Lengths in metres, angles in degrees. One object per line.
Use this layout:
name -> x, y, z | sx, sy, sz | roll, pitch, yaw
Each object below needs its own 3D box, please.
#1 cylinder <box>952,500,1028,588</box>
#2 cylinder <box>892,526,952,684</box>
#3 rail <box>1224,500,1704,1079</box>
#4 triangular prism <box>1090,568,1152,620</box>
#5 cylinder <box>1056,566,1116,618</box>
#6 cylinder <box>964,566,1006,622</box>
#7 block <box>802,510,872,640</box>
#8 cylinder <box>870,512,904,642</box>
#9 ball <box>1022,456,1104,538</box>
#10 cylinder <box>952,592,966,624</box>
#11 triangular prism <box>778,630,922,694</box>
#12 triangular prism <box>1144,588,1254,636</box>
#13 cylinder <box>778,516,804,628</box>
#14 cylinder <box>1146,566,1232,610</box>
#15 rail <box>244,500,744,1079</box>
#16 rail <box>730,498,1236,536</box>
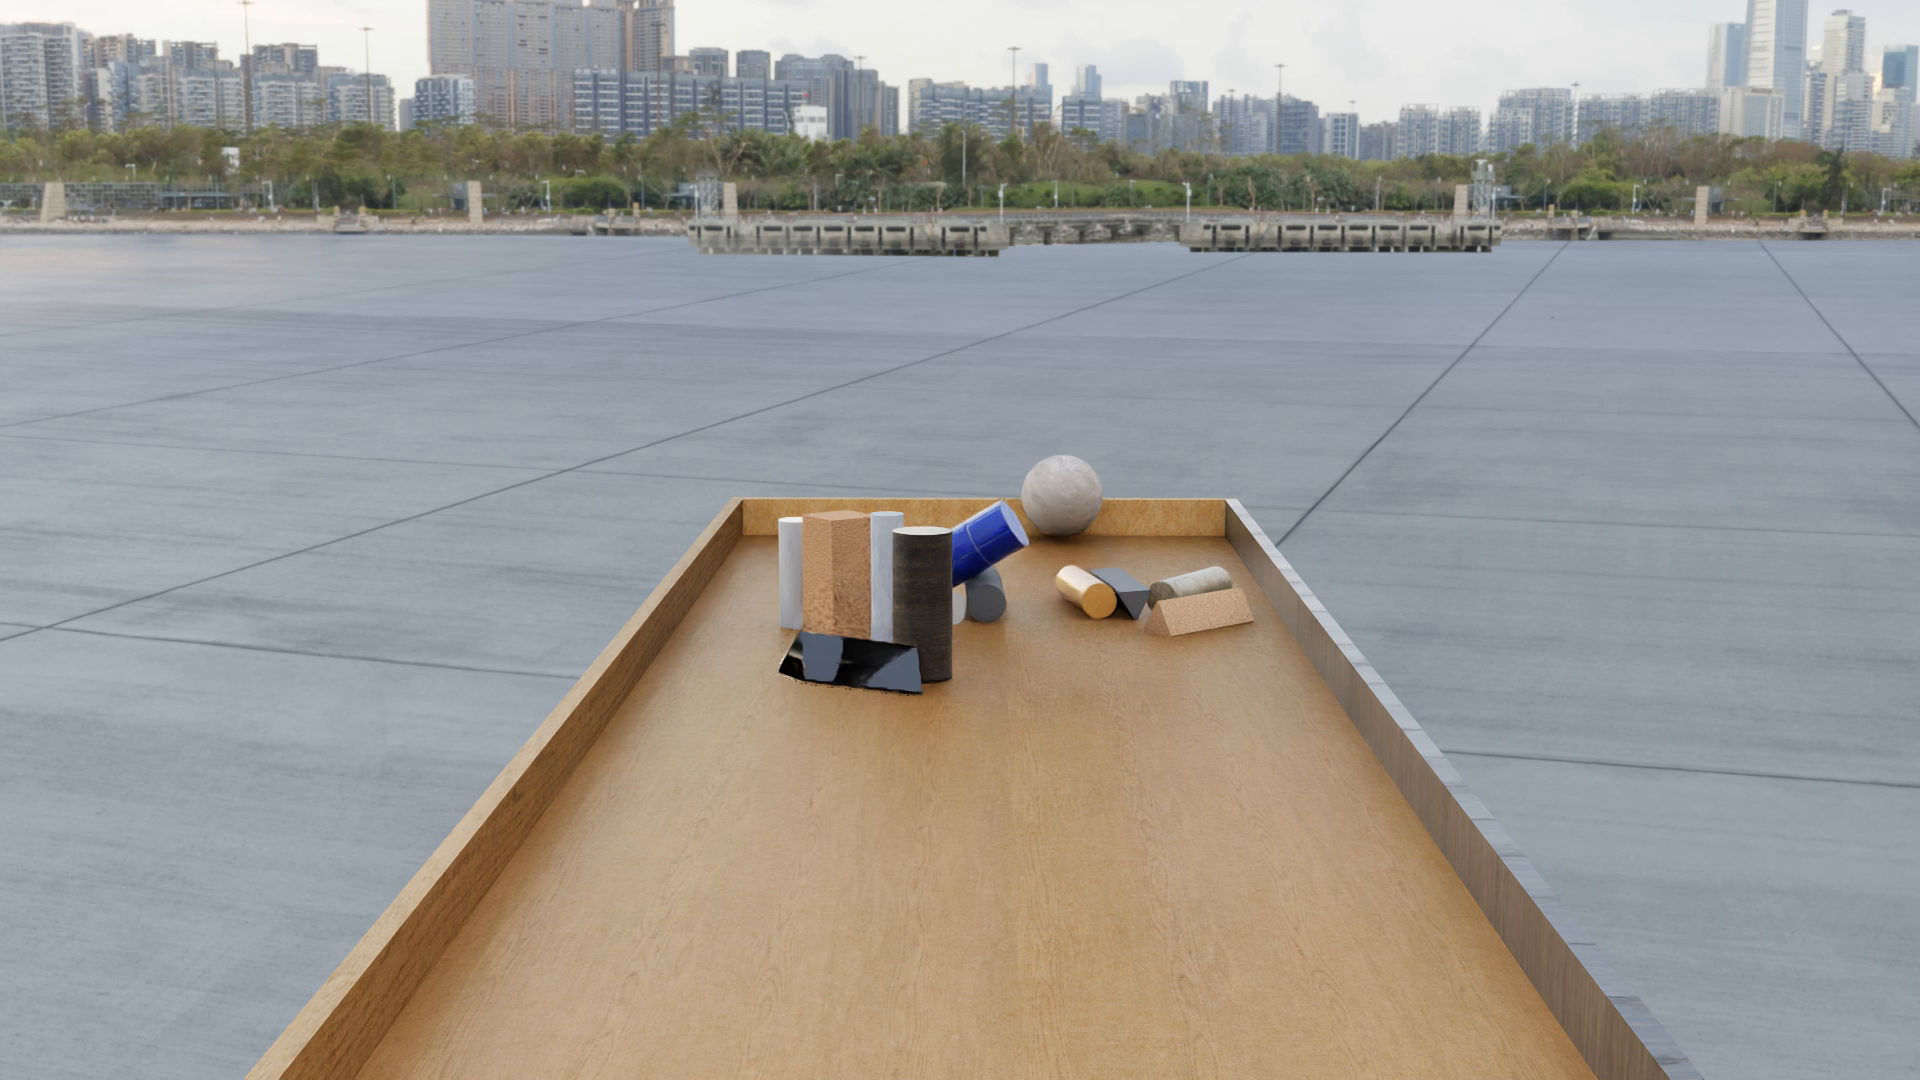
cylinder -> 0.023, 0.036, 7.458 | 0.381, 0.177, 0.177 | -31, 2, 14
cylinder -> -0.109, 0.188, 6.429 | 0.175, 0.434, 0.175 | 0, 8, 0
rail -> 1.046, 0.843, 3.208 | 0.050, 0.150, 12.000 | 0, 9, 1
triangular prism -> 0.560, 0.160, 7.536 | 0.096, 0.111, 0.456 | -34, 13, -3
cylinder -> 0.429, 0.176, 7.519 | 0.120, 0.120, 0.372 | -2, 9, -11
cylinder -> 0.084, 0.179, 7.467 | 0.129, 0.129, 0.399 | 0, 9, -1
block -> -0.378, 0.122, 6.951 | 0.171, 0.404, 0.171 | -7, 11, -36
cylinder -> -0.221, 0.140, 6.707 | 0.100, 0.445, 0.100 | 0, 9, 0
ball -> 0.416, -0.178, 8.940 | 0.333, 0.333, 0.333 | 0, 9, 0
cylinder -> -0.137, 0.207, 7.367 | 0.106, 0.106, 0.349 | -9, 12, -44
triangular prism -> -0.295, 0.339, 6.182 | 0.390, 0.126, 0.146 | 9, 2, -35
triangular prism -> 0.784, 0.230, 7.198 | 0.394, 0.107, 0.124 | -8, 12, -40
cylinder -> -0.533, 0.107, 7.214 | 0.122, 0.351, 0.122 | 0, 9, 0
cylinder -> 0.786, 0.174, 7.532 | 0.118, 0.118, 0.372 | 7, 11, 36
rail -> -1.004, 0.839, 3.234 | 0.050, 0.150, 12.000 | 0, 9, 1
rail -> 0.099, -0.098, 9.147 | 2.100, 0.150, 0.050 | 0, 9, 1
